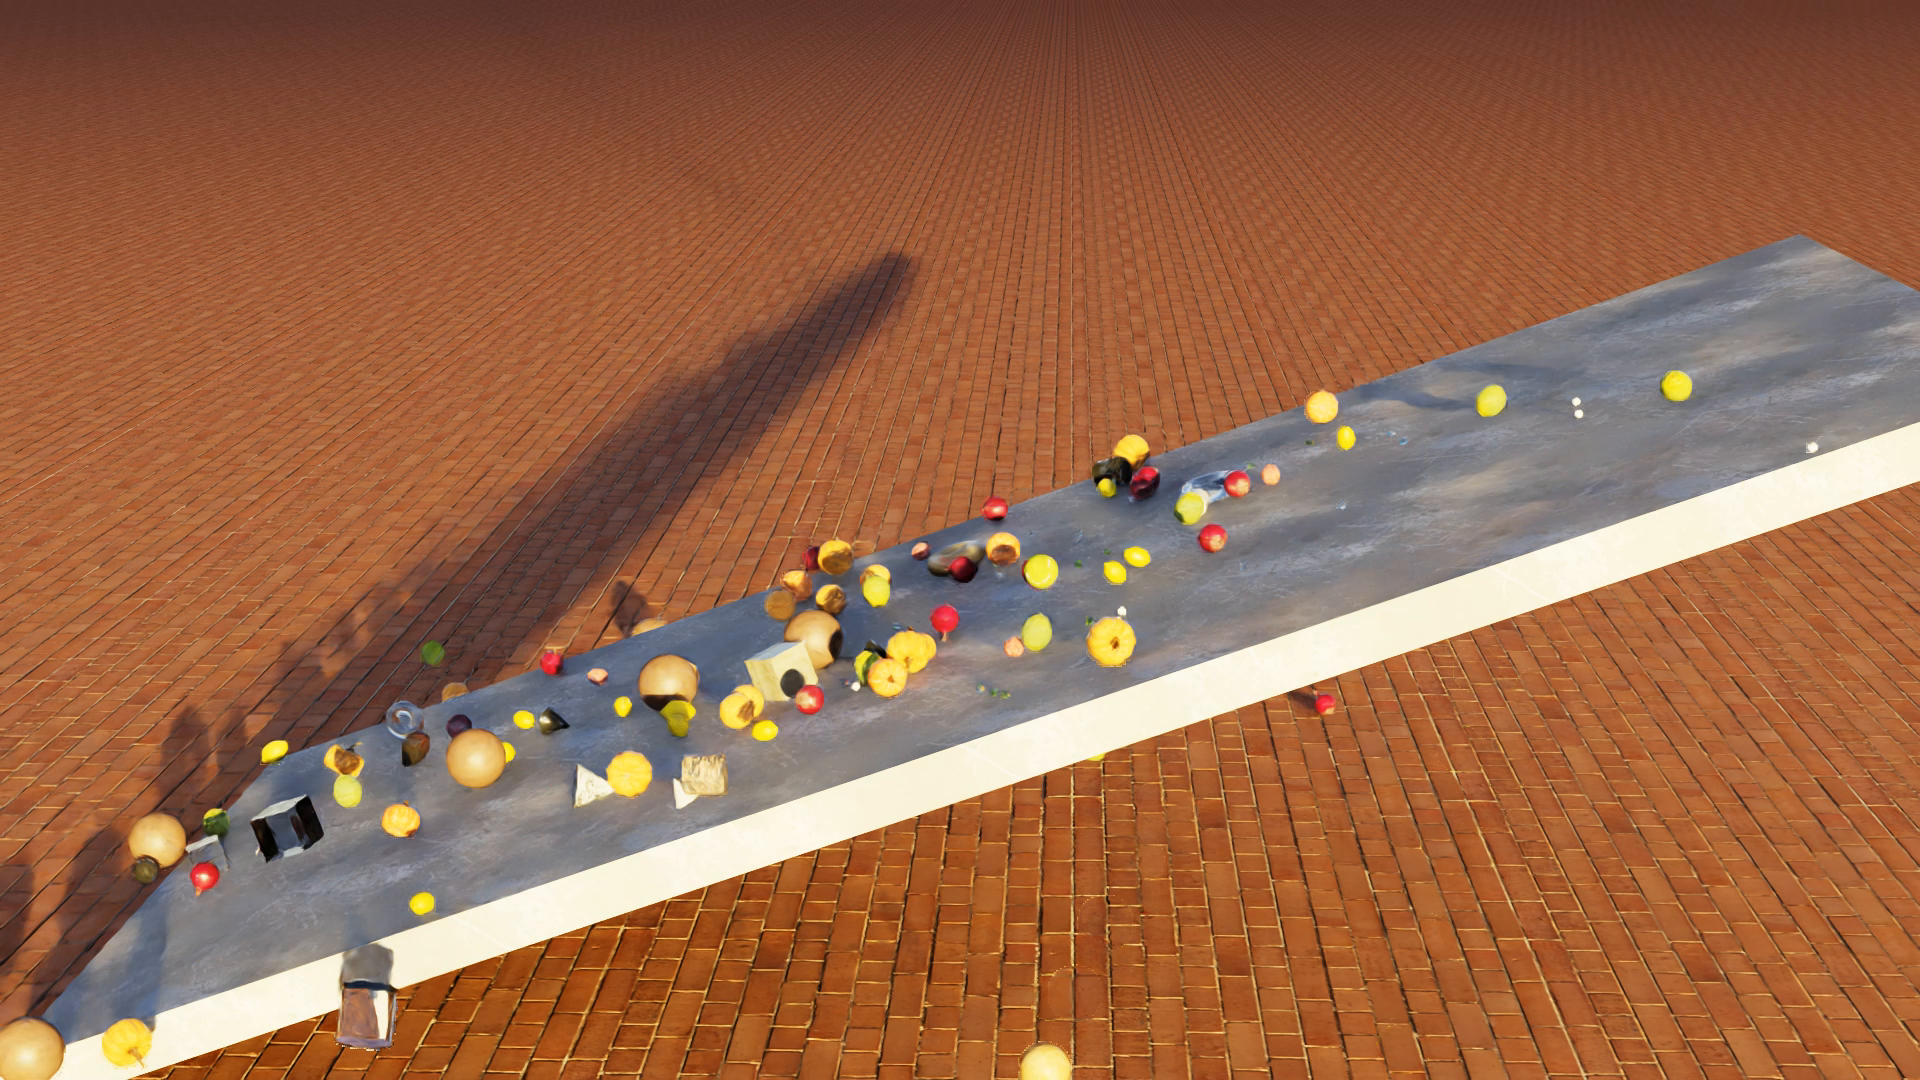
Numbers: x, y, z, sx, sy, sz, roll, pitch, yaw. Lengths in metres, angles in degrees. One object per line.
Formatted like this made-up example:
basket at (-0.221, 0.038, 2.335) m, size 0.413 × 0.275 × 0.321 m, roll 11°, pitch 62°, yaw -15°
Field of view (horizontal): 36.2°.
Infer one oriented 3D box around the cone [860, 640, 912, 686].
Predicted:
cone at (-0.143, 0.259, 5.987) m, size 0.098 × 0.098 × 0.098 m, roll 10°, pitch 14°, yaw 11°

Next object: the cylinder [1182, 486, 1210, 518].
cylinder at (0.516, -0.081, 6.428) m, size 0.052 × 0.052 × 0.052 m, roll 4°, pitch 31°, yaw 18°

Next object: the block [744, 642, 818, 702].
block at (-0.375, 0.276, 6.187) m, size 0.093 × 0.093 × 0.093 m, roll -29°, pitch 14°, yaw -37°

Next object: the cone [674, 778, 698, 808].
cone at (-0.532, 0.475, 5.598) m, size 0.054 × 0.054 × 0.054 m, roll -30°, pitch 9°, yaw 5°

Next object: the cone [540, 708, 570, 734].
cone at (-0.906, 0.414, 6.630) m, size 0.062 × 0.062 × 0.062 m, roll 13°, pitch 16°, yaw 19°

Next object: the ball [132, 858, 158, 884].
ball at (-1.830, 0.744, 6.610) m, size 0.056 × 0.056 × 0.056 m, roll 0°, pitch 13°, yaw 0°

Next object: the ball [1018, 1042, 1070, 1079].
ball at (0.145, 0.905, 5.030) m, size 0.089 × 0.089 × 0.089 m, roll 0°, pitch 13°, yaw 0°

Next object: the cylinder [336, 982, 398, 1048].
cylinder at (-1.042, 0.834, 5.167) m, size 0.095 × 0.095 × 0.095 m, roll 2°, pitch -23°, yaw 1°

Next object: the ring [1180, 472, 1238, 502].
ring at (0.555, -0.116, 6.549) m, size 0.134 × 0.045 × 0.134 m, roll -18°, pitch 12°, yaw 4°

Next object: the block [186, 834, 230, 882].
block at (-1.655, 0.699, 6.477) m, size 0.071 × 0.071 × 0.071 m, roll -23°, pitch 12°, yaw -14°

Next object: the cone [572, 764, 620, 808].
cone at (-0.725, 0.496, 5.893) m, size 0.091 × 0.091 × 0.091 m, roll 5°, pitch 11°, yaw -12°

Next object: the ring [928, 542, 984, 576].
ring at (-0.009, 0.042, 6.780) m, size 0.139 × 0.046 × 0.139 m, roll -19°, pitch 11°, yaw 4°

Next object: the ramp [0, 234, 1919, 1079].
ramp at (0.113, 0.178, 6.300) m, size 4.000 × 0.100 × 2.000 m, roll -19°, pitch 11°, yaw 6°

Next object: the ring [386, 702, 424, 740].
ring at (-1.340, 0.435, 7.096) m, size 0.096 × 0.096 × 0.032 m, roll 3°, pitch 14°, yaw 12°

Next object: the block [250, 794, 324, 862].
block at (-1.467, 0.628, 6.413) m, size 0.098 × 0.098 × 0.098 m, roll -16°, pitch 12°, yaw 20°

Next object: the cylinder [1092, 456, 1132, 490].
cylinder at (0.363, -0.161, 7.037) m, size 0.069 × 0.069 × 0.069 m, roll -14°, pitch 4°, yaw 31°

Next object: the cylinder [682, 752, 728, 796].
cylinder at (-0.482, 0.443, 5.562) m, size 0.076 × 0.076 × 0.076 m, roll -6°, pitch 13°, yaw 1°
